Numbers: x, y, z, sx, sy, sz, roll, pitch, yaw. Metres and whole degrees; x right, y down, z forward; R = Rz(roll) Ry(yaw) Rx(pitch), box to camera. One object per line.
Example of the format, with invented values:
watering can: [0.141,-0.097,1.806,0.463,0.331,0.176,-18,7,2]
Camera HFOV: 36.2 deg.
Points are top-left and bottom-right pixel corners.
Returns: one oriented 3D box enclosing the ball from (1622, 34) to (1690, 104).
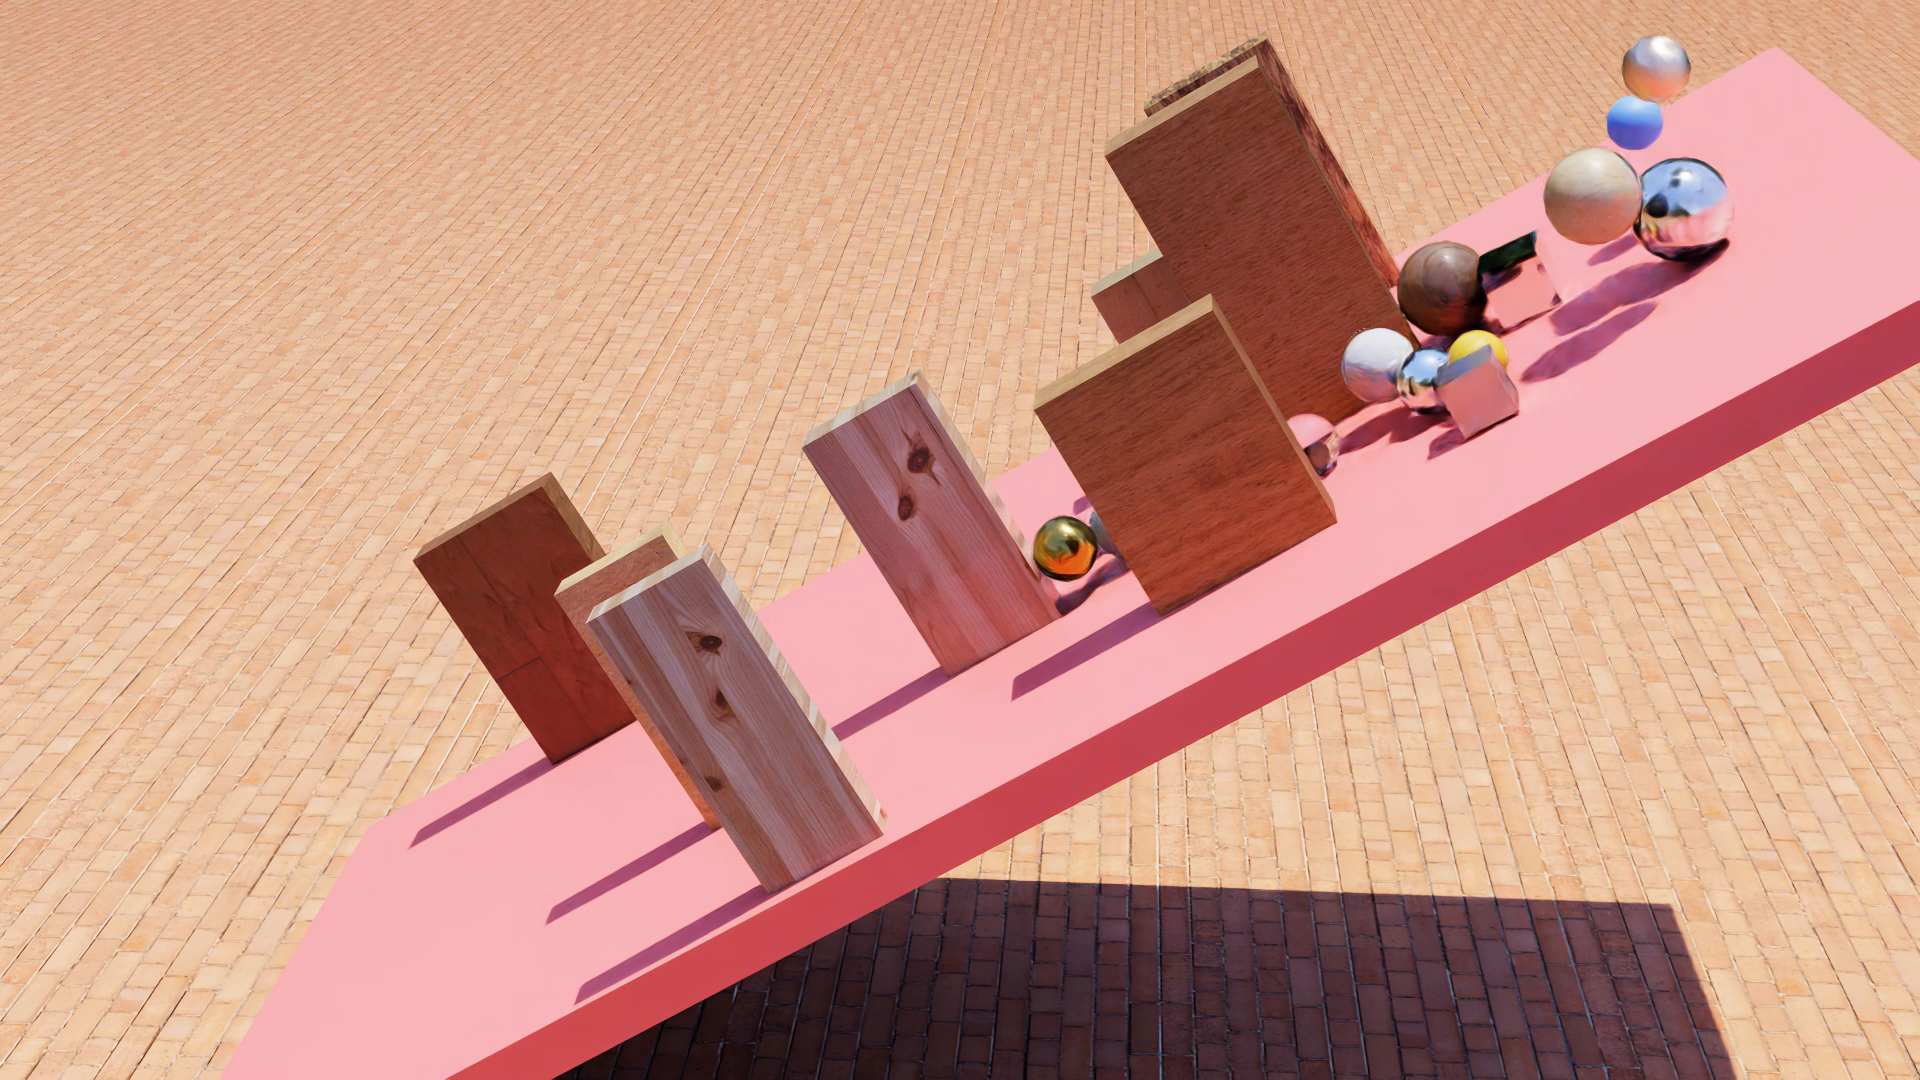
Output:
ball: [1.310,-0.887,5.538,0.127,0.127,0.127,0,19,0]

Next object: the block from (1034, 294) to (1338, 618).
block: [0.430,-0.159,5.610,0.386,0.480,0.126,-29,15,12]

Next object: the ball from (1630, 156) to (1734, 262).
ball: [1.407,-0.645,5.743,0.204,0.204,0.204,0,19,0]

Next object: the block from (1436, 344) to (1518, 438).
block: [0.984,-0.284,5.593,0.112,0.112,0.112,-29,14,19]

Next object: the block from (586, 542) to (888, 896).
block: [-0.407,0.334,5.425,0.253,0.626,0.087,-29,15,12]

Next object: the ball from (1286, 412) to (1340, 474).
ball: [0.694,-0.191,5.874,0.127,0.127,0.127,0,19,0]

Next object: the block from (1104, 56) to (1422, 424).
block: [0.637,-0.586,6.082,0.357,0.730,0.142,-29,15,12]

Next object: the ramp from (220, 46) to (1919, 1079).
ramp: [0.142,0.168,6.287,4.000,0.100,2.000,-29,15,12]

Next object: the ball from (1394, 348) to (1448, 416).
ball: [0.923,-0.313,5.789,0.134,0.134,0.134,0,19,0]

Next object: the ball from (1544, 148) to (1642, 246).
ball: [1.204,-0.653,5.595,0.185,0.185,0.185,0,19,0]

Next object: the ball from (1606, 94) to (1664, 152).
ball: [1.384,-0.855,6.031,0.115,0.115,0.115,0,19,0]

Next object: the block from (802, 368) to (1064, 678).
block: [-0.053,-0.032,5.999,0.270,0.573,0.107,-29,15,12]

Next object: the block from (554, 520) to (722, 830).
block: [-0.546,0.278,5.965,0.260,0.590,0.089,-29,15,12]

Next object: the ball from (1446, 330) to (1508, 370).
ball: [1.002,-0.347,5.690,0.117,0.117,0.117,0,19,0]

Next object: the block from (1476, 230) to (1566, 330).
block: [1.153,-0.535,6.042,0.130,0.130,0.130,-24,16,23]

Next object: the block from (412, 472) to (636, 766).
block: [-0.985,0.193,7.101,0.374,0.611,0.117,-29,15,12]

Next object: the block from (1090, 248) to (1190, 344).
block: [0.519,-0.448,6.504,0.290,0.413,0.113,-29,15,12]

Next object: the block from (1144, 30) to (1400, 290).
block: [0.724,-0.804,6.779,0.320,0.647,0.111,-29,15,12]

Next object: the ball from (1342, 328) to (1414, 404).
ball: [0.842,-0.349,5.901,0.152,0.152,0.152,0,19,0]

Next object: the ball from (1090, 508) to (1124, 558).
ball: [0.342,-0.037,6.047,0.150,0.150,0.150,0,19,0]

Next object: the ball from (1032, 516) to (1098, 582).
ball: [0.215,0.018,6.013,0.135,0.135,0.135,0,19,0]

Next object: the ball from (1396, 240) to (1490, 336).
ball: [1.015,-0.526,6.160,0.200,0.200,0.200,0,19,0]
